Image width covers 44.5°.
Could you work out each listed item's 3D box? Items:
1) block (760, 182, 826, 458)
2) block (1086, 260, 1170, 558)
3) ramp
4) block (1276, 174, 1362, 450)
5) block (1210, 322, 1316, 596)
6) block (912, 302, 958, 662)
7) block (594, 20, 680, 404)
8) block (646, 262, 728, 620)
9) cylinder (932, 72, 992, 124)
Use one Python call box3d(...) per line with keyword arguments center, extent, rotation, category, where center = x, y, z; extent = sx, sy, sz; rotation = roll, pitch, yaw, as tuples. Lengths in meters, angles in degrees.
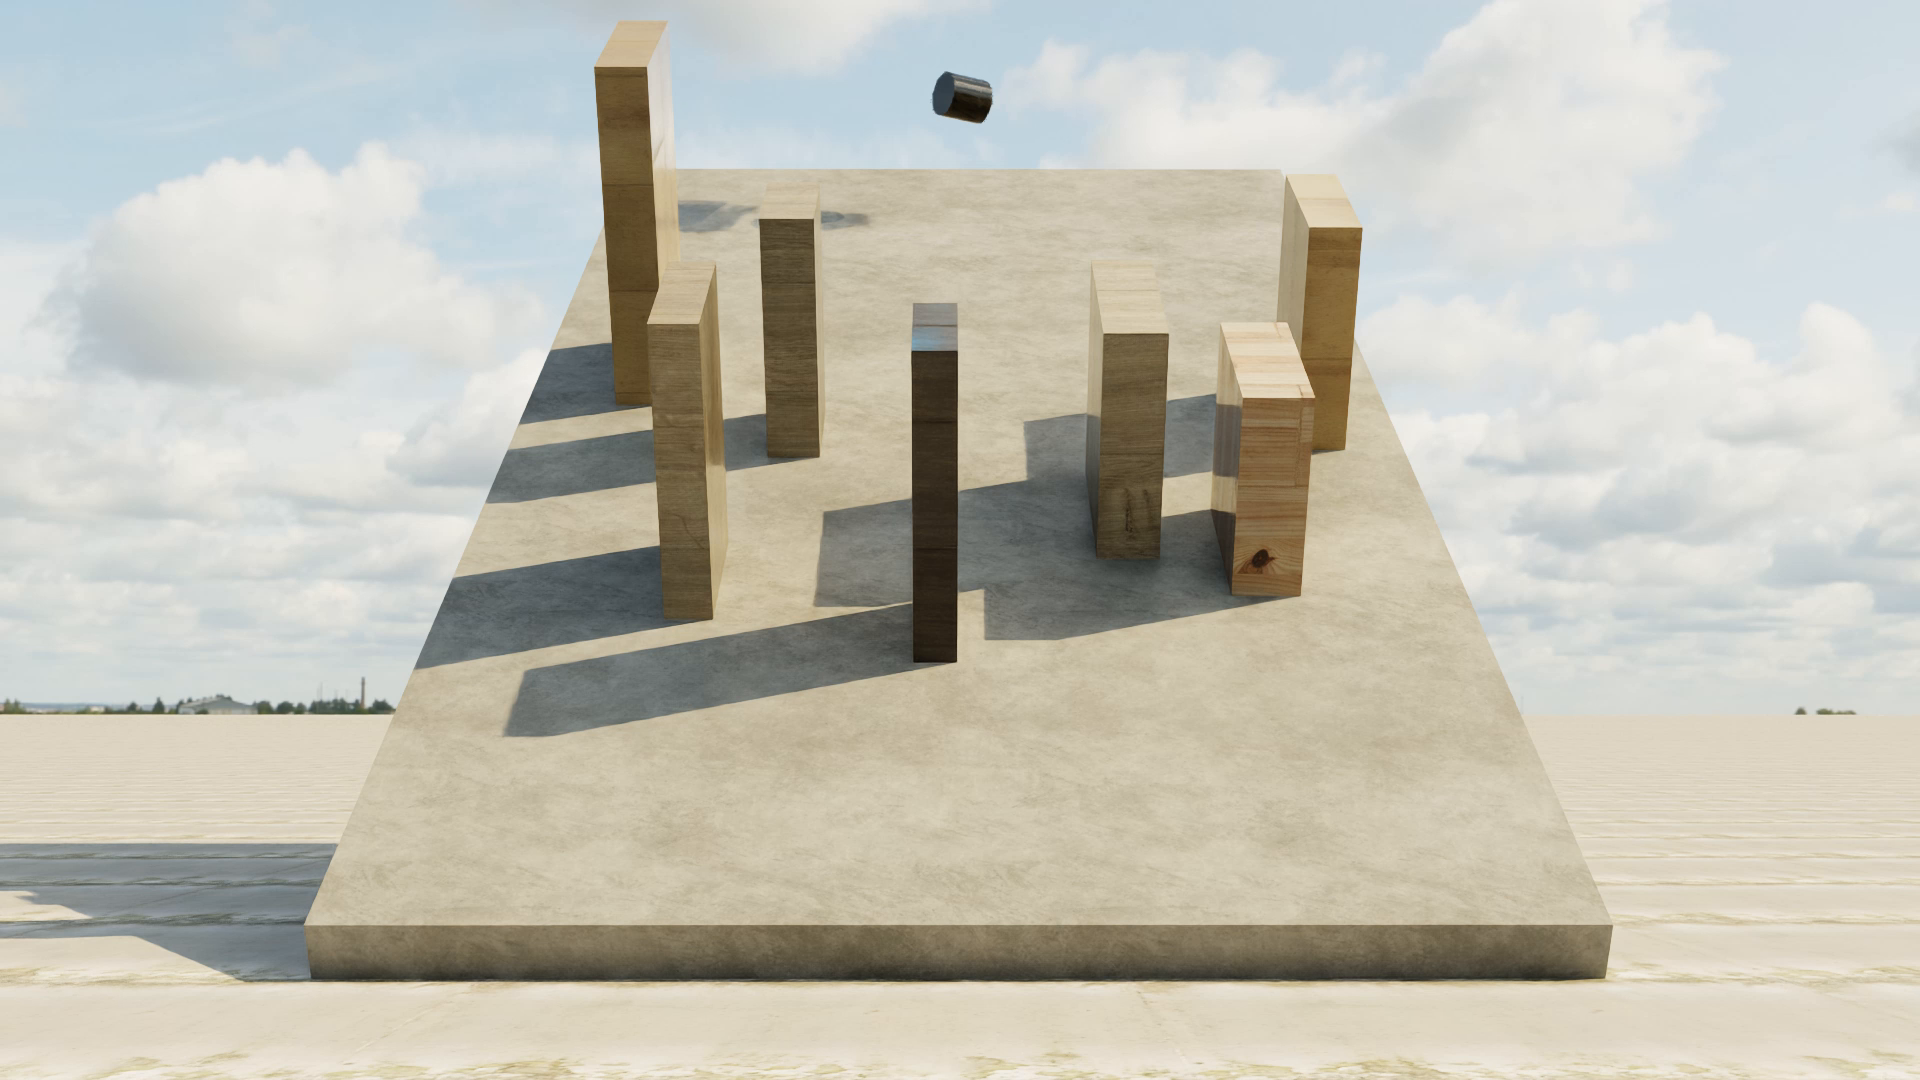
box3d(center=(-0.368, -0.487, 5.199), extent=(0.116, 0.550, 0.265), rotation=(0, 26, 0), category="block")
box3d(center=(0.339, -0.275, 4.835), extent=(0.127, 0.484, 0.439), rotation=(0, 26, 0), category="block")
box3d(center=(-0.009, -0.229, 5.414), extent=(2.000, 0.100, 4.000), rotation=(0, 26, 0), category="ramp")
box3d(center=(0.802, -0.519, 5.308), extent=(0.114, 0.518, 0.390), rotation=(0, 26, 0), category="block")
box3d(center=(0.598, -0.166, 4.686), extent=(0.136, 0.418, 0.407), rotation=(0, 26, 0), category="block")
box3d(center=(-0.045, -0.104, 4.321), extent=(0.081, 0.615, 0.243), rotation=(0, 26, 0), category="block")
box3d(center=(-0.743, -0.769, 5.499), extent=(0.116, 0.796, 0.435), rotation=(0, 26, 0), category="block")
box3d(center=(-0.519, -0.194, 4.524), extent=(0.094, 0.601, 0.346), rotation=(0, 26, 0), category="block")
box3d(center=(0.006, -1.261, 6.704), extent=(0.125, 0.125, 0.125), rotation=(6, -7, -31), category="cylinder")
